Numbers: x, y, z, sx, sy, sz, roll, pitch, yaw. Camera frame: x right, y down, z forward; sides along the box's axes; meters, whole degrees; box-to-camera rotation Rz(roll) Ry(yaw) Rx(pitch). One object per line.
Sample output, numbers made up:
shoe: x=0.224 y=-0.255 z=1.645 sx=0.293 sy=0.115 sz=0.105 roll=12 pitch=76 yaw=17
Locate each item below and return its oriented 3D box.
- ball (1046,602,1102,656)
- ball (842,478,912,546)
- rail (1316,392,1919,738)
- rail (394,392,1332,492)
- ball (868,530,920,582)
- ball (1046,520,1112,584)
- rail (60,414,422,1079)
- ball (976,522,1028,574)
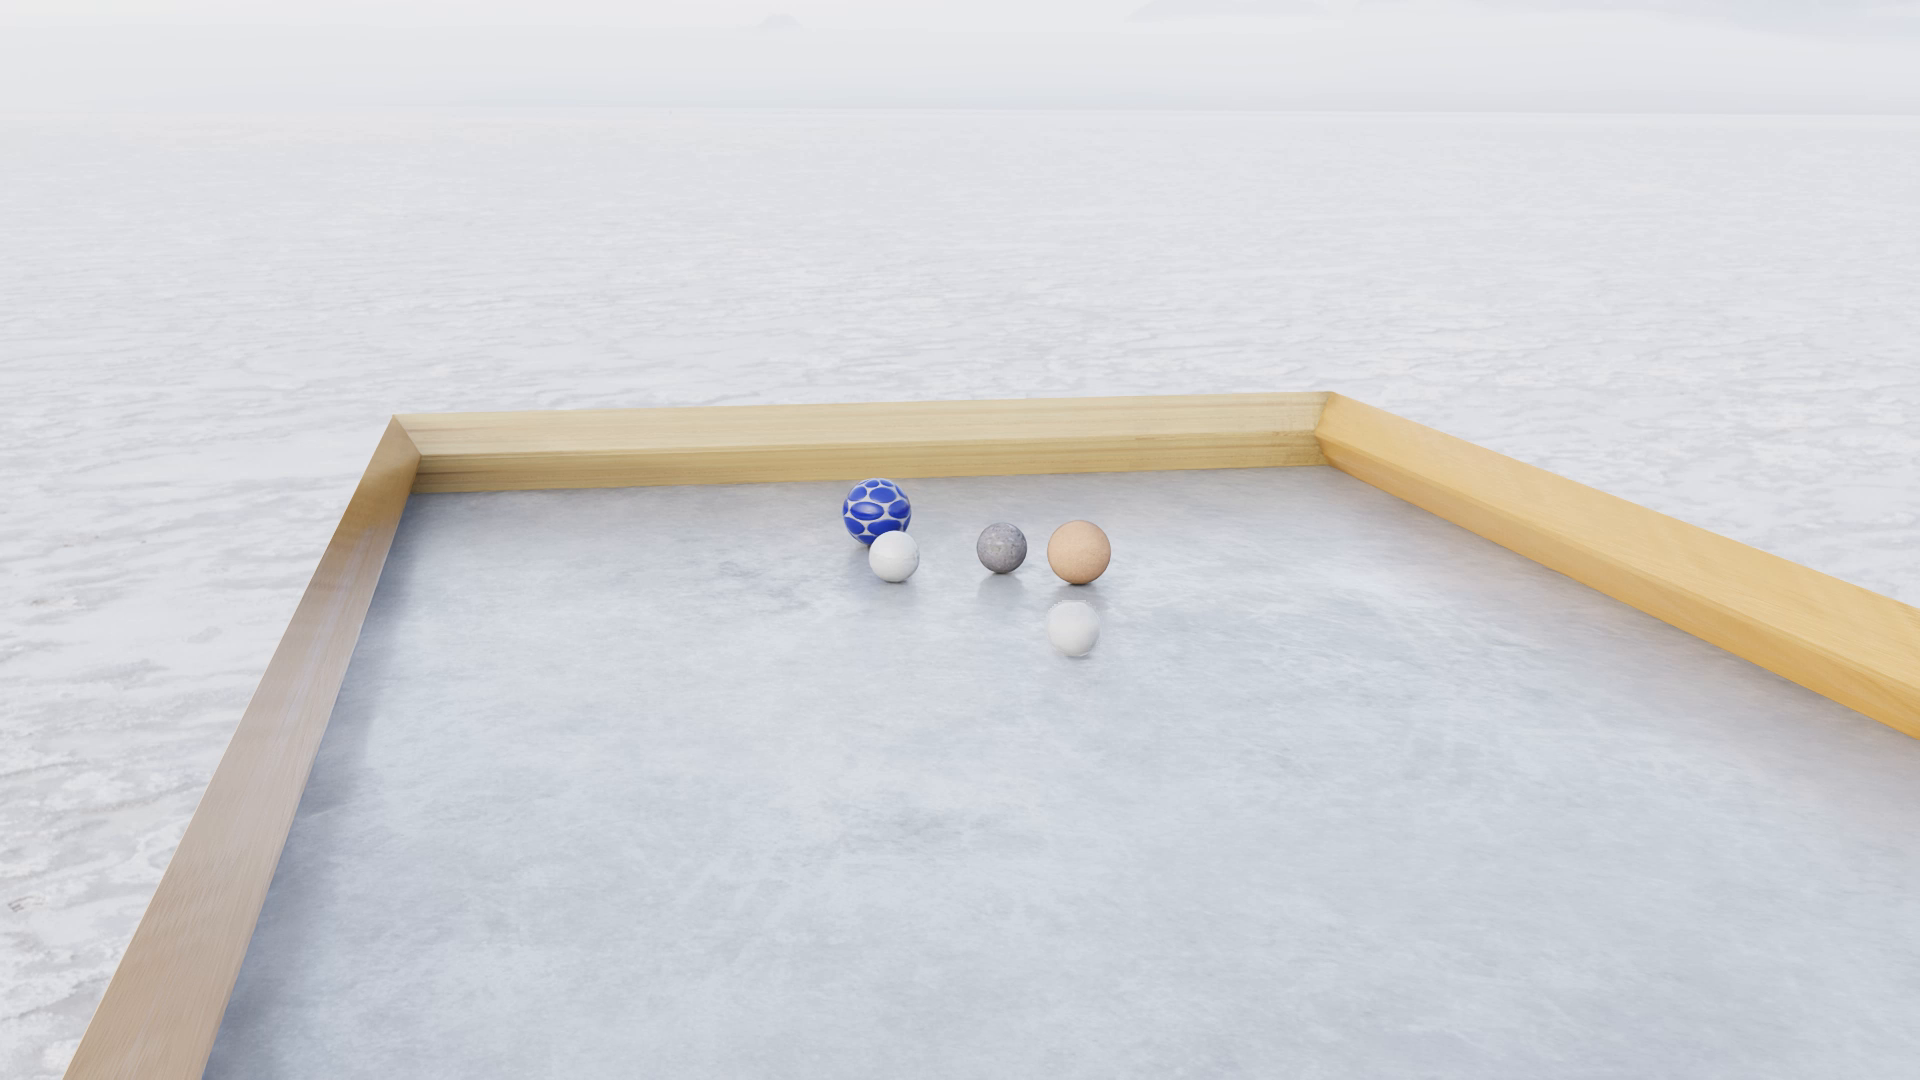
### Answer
ball: x=0.131 y=0.103 z=2.544 sx=0.064 sy=0.064 sz=0.064 roll=0 pitch=11 yaw=0
ball: x=-0.120 y=-0.040 z=3.169 sx=0.100 sy=0.100 sz=0.100 roll=0 pitch=11 yaw=0
rail: x=0.902 y=0.092 z=2.427 sx=0.045 sy=0.130 sz=2.999 roll=-2 pitch=11 yaw=-10
rail: x=-0.131 y=-0.165 z=3.713 sx=1.606 sy=0.130 sz=0.045 roll=-2 pitch=11 yaw=-10
ball: x=-0.087 y=0.022 z=2.938 sx=0.069 sy=0.069 sz=0.069 roll=0 pitch=11 yaw=0
ball: x=0.158 y=0.016 z=2.925 sx=0.086 sy=0.086 sz=0.086 roll=0 pitch=11 yaw=0
rail: x=-0.631 y=0.147 z=2.151 sx=0.045 sy=0.130 sz=2.999 roll=-2 pitch=11 yaw=-10
ball: x=0.057 y=0.011 z=2.994 sx=0.069 sy=0.069 sz=0.069 roll=0 pitch=11 yaw=0
